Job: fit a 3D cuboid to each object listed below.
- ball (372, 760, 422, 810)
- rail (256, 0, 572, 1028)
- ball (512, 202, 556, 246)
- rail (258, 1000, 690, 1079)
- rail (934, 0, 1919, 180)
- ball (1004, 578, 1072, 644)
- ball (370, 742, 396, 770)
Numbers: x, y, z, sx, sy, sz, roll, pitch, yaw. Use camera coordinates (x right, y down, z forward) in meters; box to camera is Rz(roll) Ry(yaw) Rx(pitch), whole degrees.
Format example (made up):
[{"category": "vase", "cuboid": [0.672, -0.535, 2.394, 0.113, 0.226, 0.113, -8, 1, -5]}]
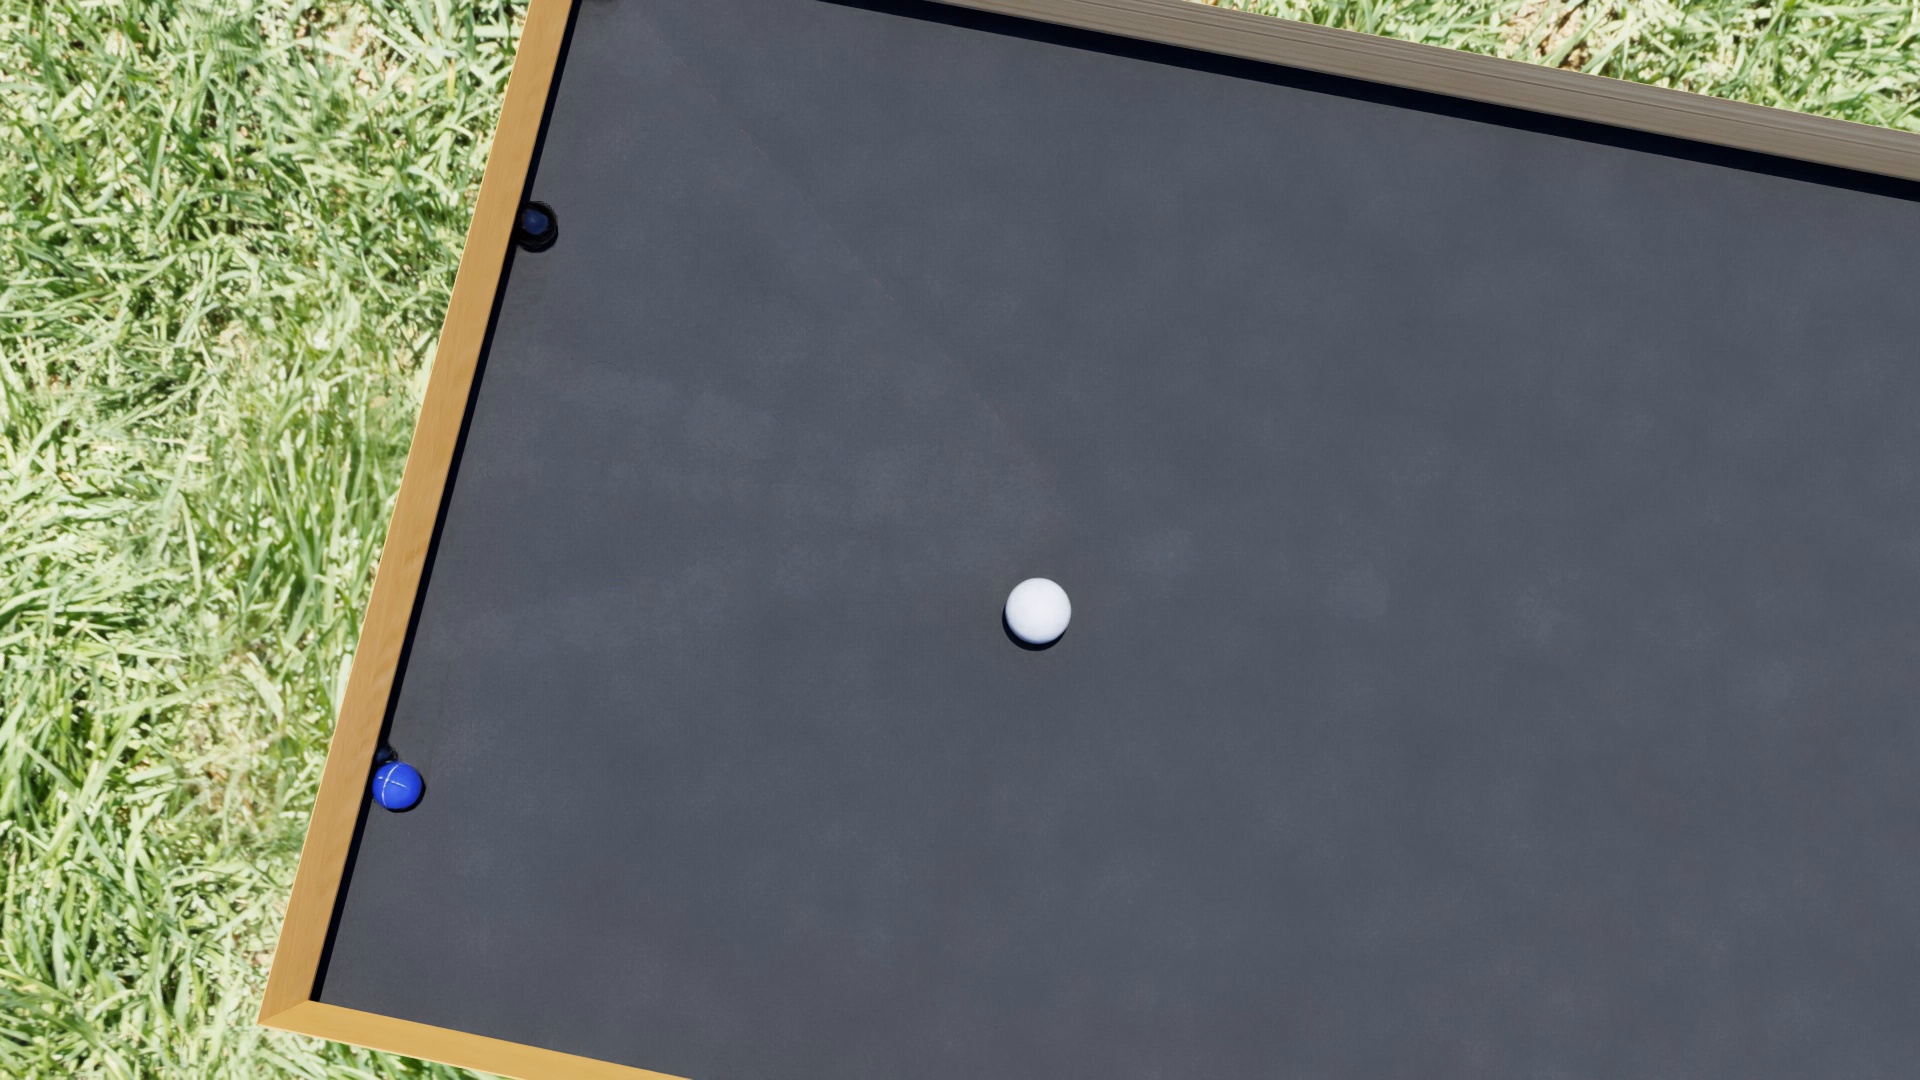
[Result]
[{"category": "ball", "cuboid": [-0.829, 0.361, 3.239, 0.071, 0.071, 0.071, 0, 76, 0]}, {"category": "rail", "cuboid": [-0.784, -0.159, 3.334, 0.045, 0.130, 1.795, 11, 77, 3]}, {"category": "ball", "cuboid": [-0.667, -0.495, 3.448, 0.068, 0.068, 0.068, 0, 76, 0]}, {"category": "rail", "cuboid": [0.637, 0.982, 3.058, 3.293, 0.130, 0.045, 11, 77, 3]}, {"category": "rail", "cuboid": [0.978, -0.683, 3.461, 3.293, 0.130, 0.045, 11, 77, 3]}, {"category": "ball", "cuboid": [0.117, 0.106, 3.286, 0.100, 0.100, 0.100, 0, 76, 0]}, {"category": "ball", "cuboid": [-0.860, 0.320, 3.264, 0.043, 0.043, 0.043, 0, 76, 0]}]
